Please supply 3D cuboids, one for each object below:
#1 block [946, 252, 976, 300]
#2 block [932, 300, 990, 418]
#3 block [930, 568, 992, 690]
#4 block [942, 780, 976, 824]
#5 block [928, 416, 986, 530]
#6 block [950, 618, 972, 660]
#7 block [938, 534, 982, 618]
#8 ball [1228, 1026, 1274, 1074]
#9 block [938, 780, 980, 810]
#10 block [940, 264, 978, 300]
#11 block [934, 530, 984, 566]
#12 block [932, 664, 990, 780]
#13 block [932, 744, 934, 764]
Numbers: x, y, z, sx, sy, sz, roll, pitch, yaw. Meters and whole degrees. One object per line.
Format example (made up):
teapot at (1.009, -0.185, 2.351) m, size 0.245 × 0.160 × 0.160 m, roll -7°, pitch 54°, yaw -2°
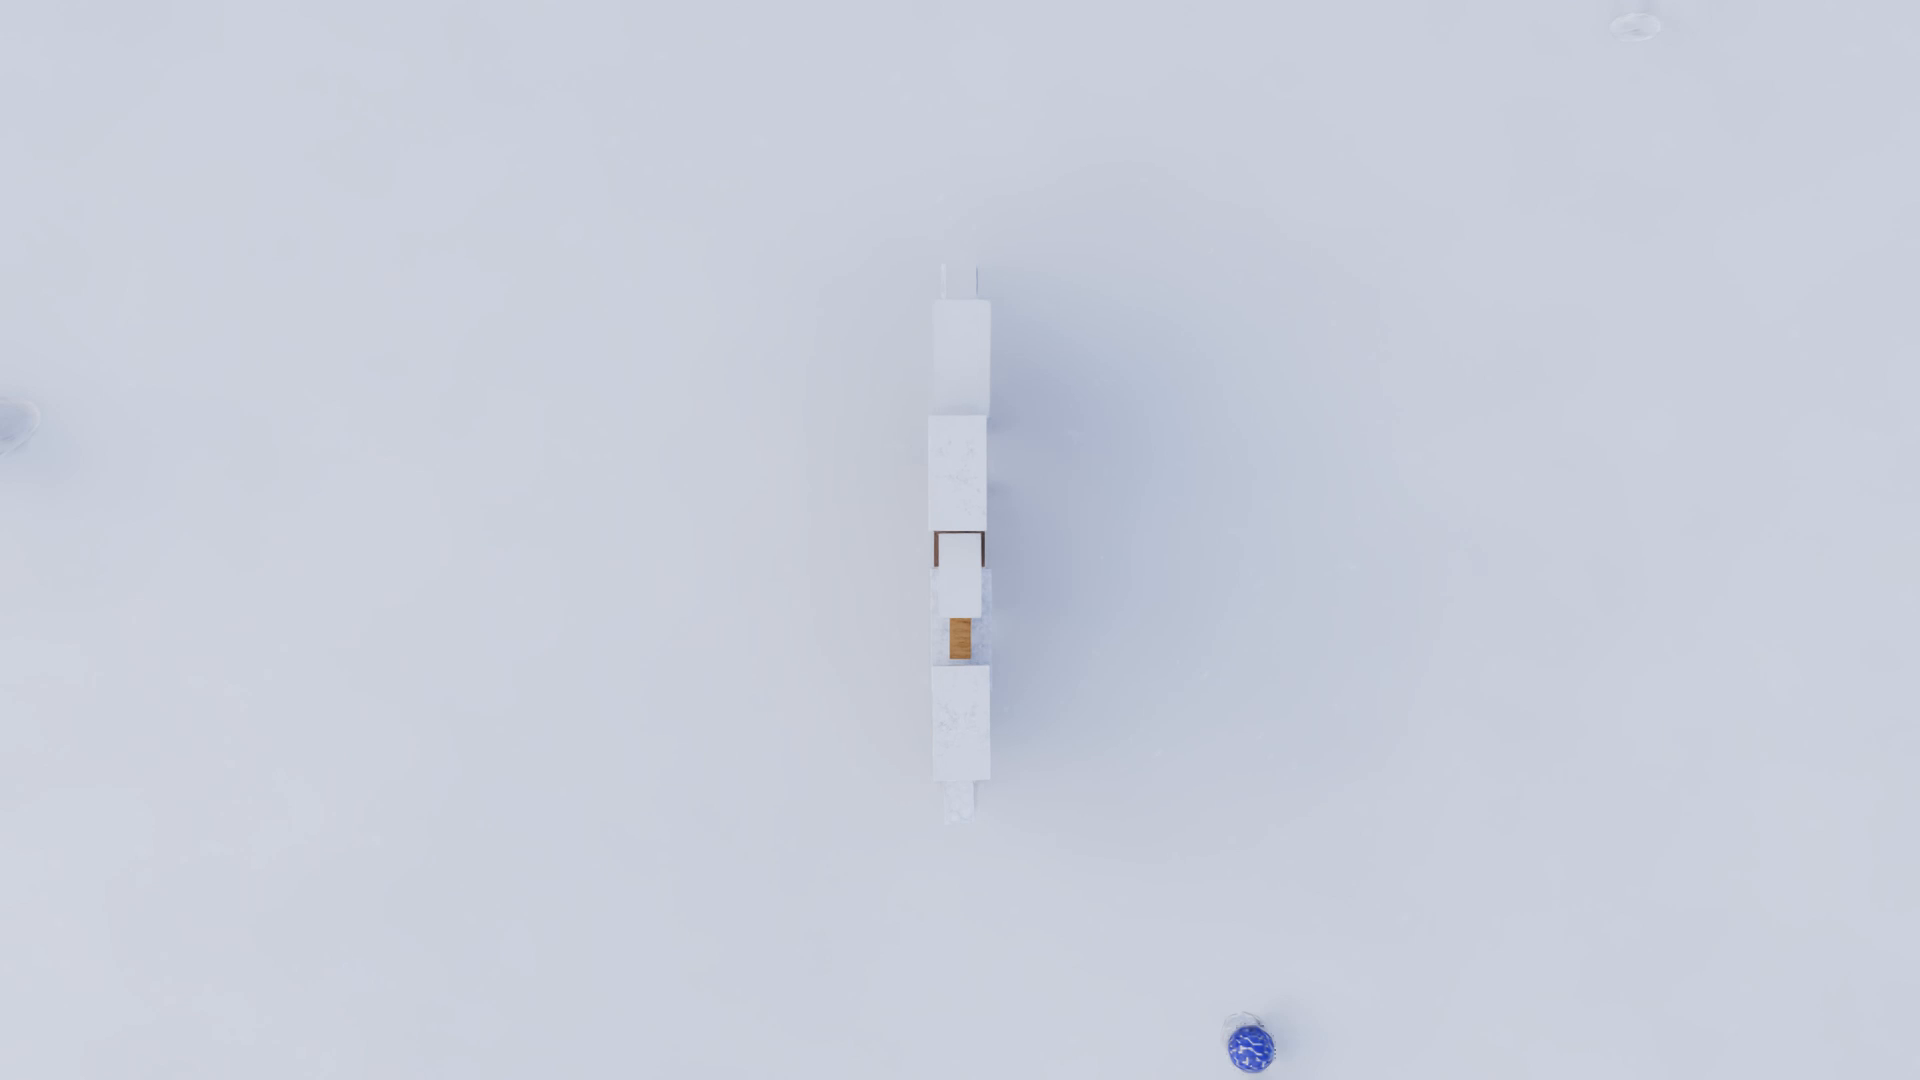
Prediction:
block at (0.003, -0.750, 4.796) m, size 0.087 × 0.025 × 0.175 m, roll 0°, pitch 90°, yaw 0°
block at (0.003, -0.501, 4.553) m, size 0.160 × 0.045 × 0.320 m, roll 0°, pitch 90°, yaw 0°
block at (0.004, 0.262, 4.862) m, size 0.179 × 0.051 × 0.358 m, roll 0°, pitch 90°, yaw 0°
block at (-0.004, 0.748, 4.874) m, size 0.089 × 0.025 × 0.177 m, roll -3°, pitch 91°, yaw 0°
block at (-0.006, -0.179, 4.443) m, size 0.155 × 0.044 × 0.310 m, roll 0°, pitch 90°, yaw 1°
block at (0.001, 0.279, 4.706) m, size 0.061 × 0.017 × 0.121 m, roll 0°, pitch 90°, yaw 0°
block at (0.000, 0.098, 4.529) m, size 0.115 × 0.033 × 0.230 m, roll 0°, pitch 90°, yaw 0°
ball at (0.957, 1.675, 5.423) m, size 0.154 × 0.154 × 0.154 m, roll 0°, pitch 90°, yaw 0°
block at (-0.009, 0.704, 5.083) m, size 0.125 × 0.035 × 0.250 m, roll -3°, pitch 90°, yaw -1°
block at (-0.001, -0.720, 4.999) m, size 0.113 × 0.032 × 0.226 m, roll 0°, pitch 90°, yaw 0°
block at (-0.001, -0.070, 4.797) m, size 0.148 × 0.042 × 0.295 m, roll 0°, pitch 90°, yaw 0°
block at (0.003, 0.497, 4.501) m, size 0.155 × 0.044 × 0.310 m, roll -1°, pitch 90°, yaw -2°
block at (-0.003, 0.601, 4.793) m, size 0.155 × 0.541 × 0.044 m, roll -1°, pitch 90°, yaw -2°
